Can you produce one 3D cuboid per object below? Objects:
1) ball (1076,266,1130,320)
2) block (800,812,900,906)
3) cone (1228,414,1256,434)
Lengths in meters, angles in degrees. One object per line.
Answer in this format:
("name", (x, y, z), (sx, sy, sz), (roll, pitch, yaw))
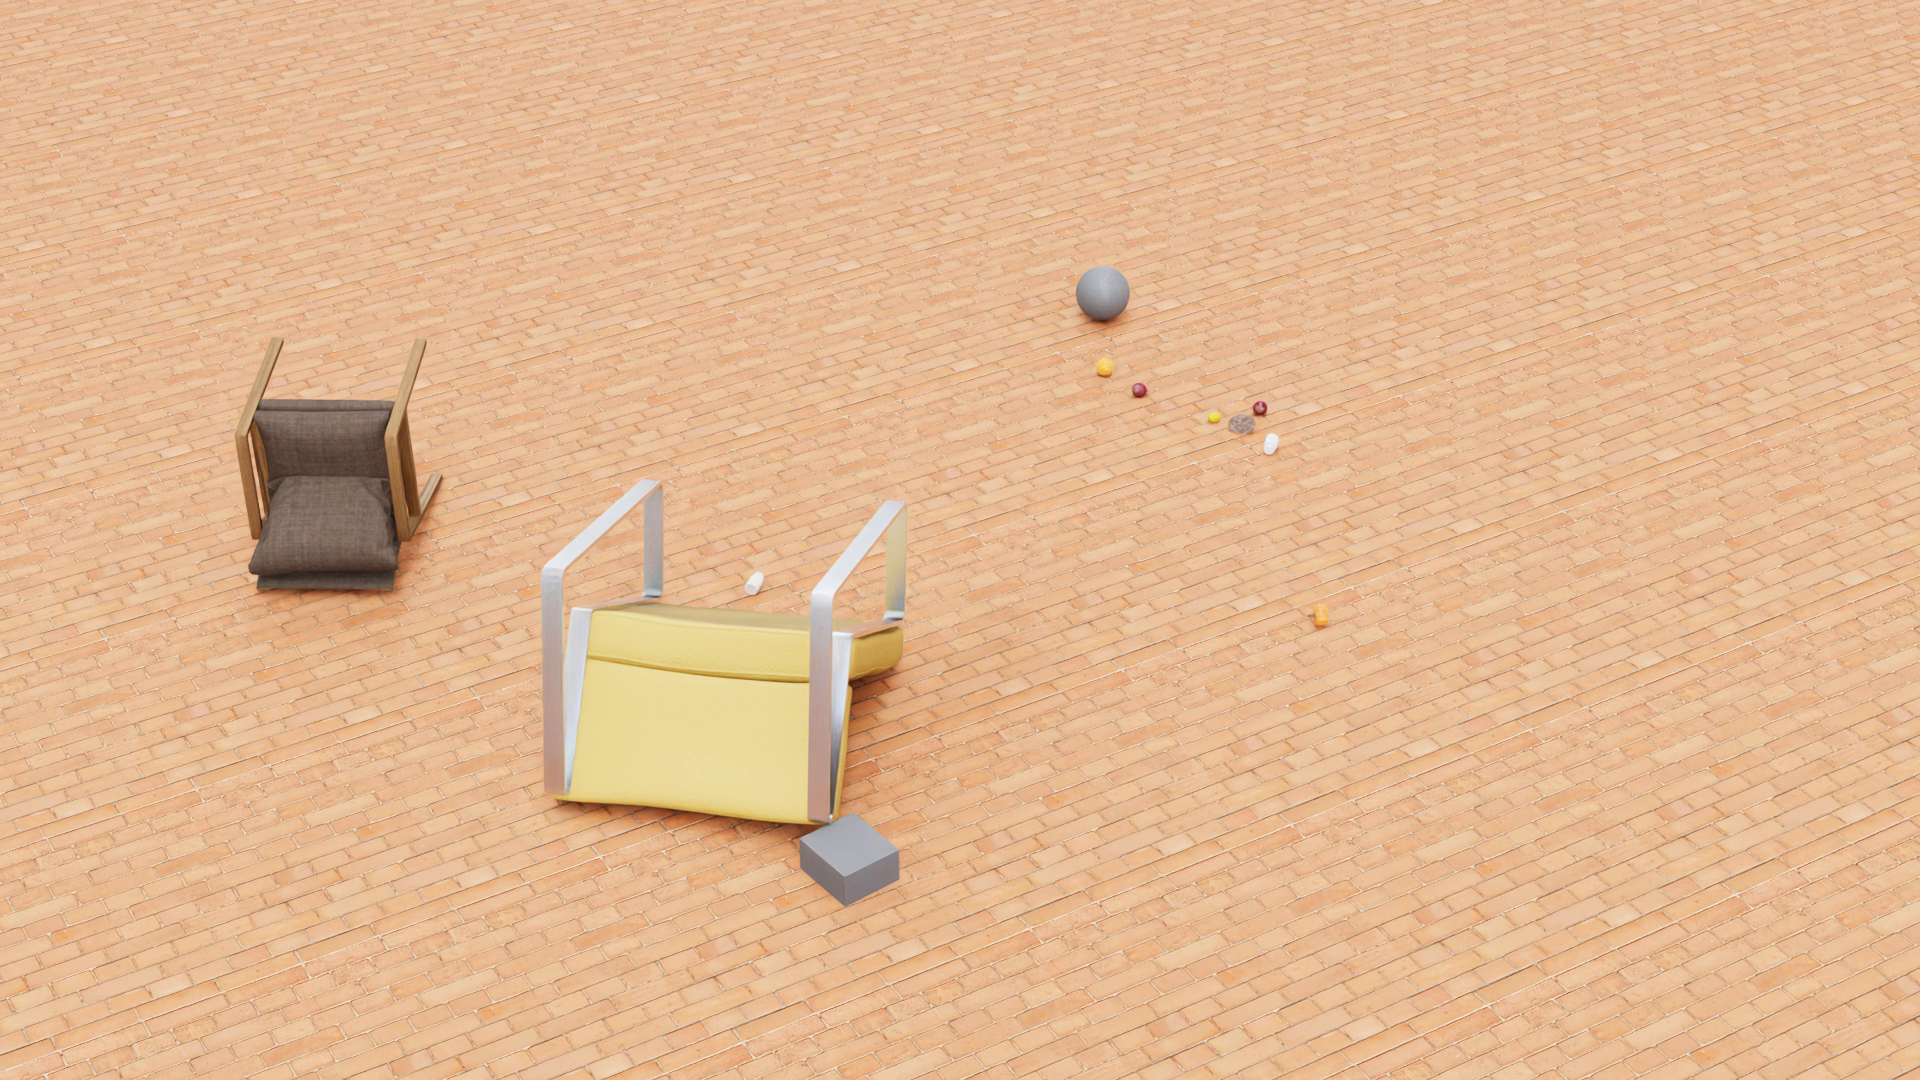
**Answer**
("ball", (0.600, -1.036, 12.310), (0.228, 0.228, 0.228), (0, 33, 0))
("block", (-0.351, 1.012, 9.298), (0.214, 0.122, 0.241), (-24, 40, -31))
("cone", (1.122, -0.466, 11.619), (0.110, 0.076, 0.091), (1, 10, 11))
